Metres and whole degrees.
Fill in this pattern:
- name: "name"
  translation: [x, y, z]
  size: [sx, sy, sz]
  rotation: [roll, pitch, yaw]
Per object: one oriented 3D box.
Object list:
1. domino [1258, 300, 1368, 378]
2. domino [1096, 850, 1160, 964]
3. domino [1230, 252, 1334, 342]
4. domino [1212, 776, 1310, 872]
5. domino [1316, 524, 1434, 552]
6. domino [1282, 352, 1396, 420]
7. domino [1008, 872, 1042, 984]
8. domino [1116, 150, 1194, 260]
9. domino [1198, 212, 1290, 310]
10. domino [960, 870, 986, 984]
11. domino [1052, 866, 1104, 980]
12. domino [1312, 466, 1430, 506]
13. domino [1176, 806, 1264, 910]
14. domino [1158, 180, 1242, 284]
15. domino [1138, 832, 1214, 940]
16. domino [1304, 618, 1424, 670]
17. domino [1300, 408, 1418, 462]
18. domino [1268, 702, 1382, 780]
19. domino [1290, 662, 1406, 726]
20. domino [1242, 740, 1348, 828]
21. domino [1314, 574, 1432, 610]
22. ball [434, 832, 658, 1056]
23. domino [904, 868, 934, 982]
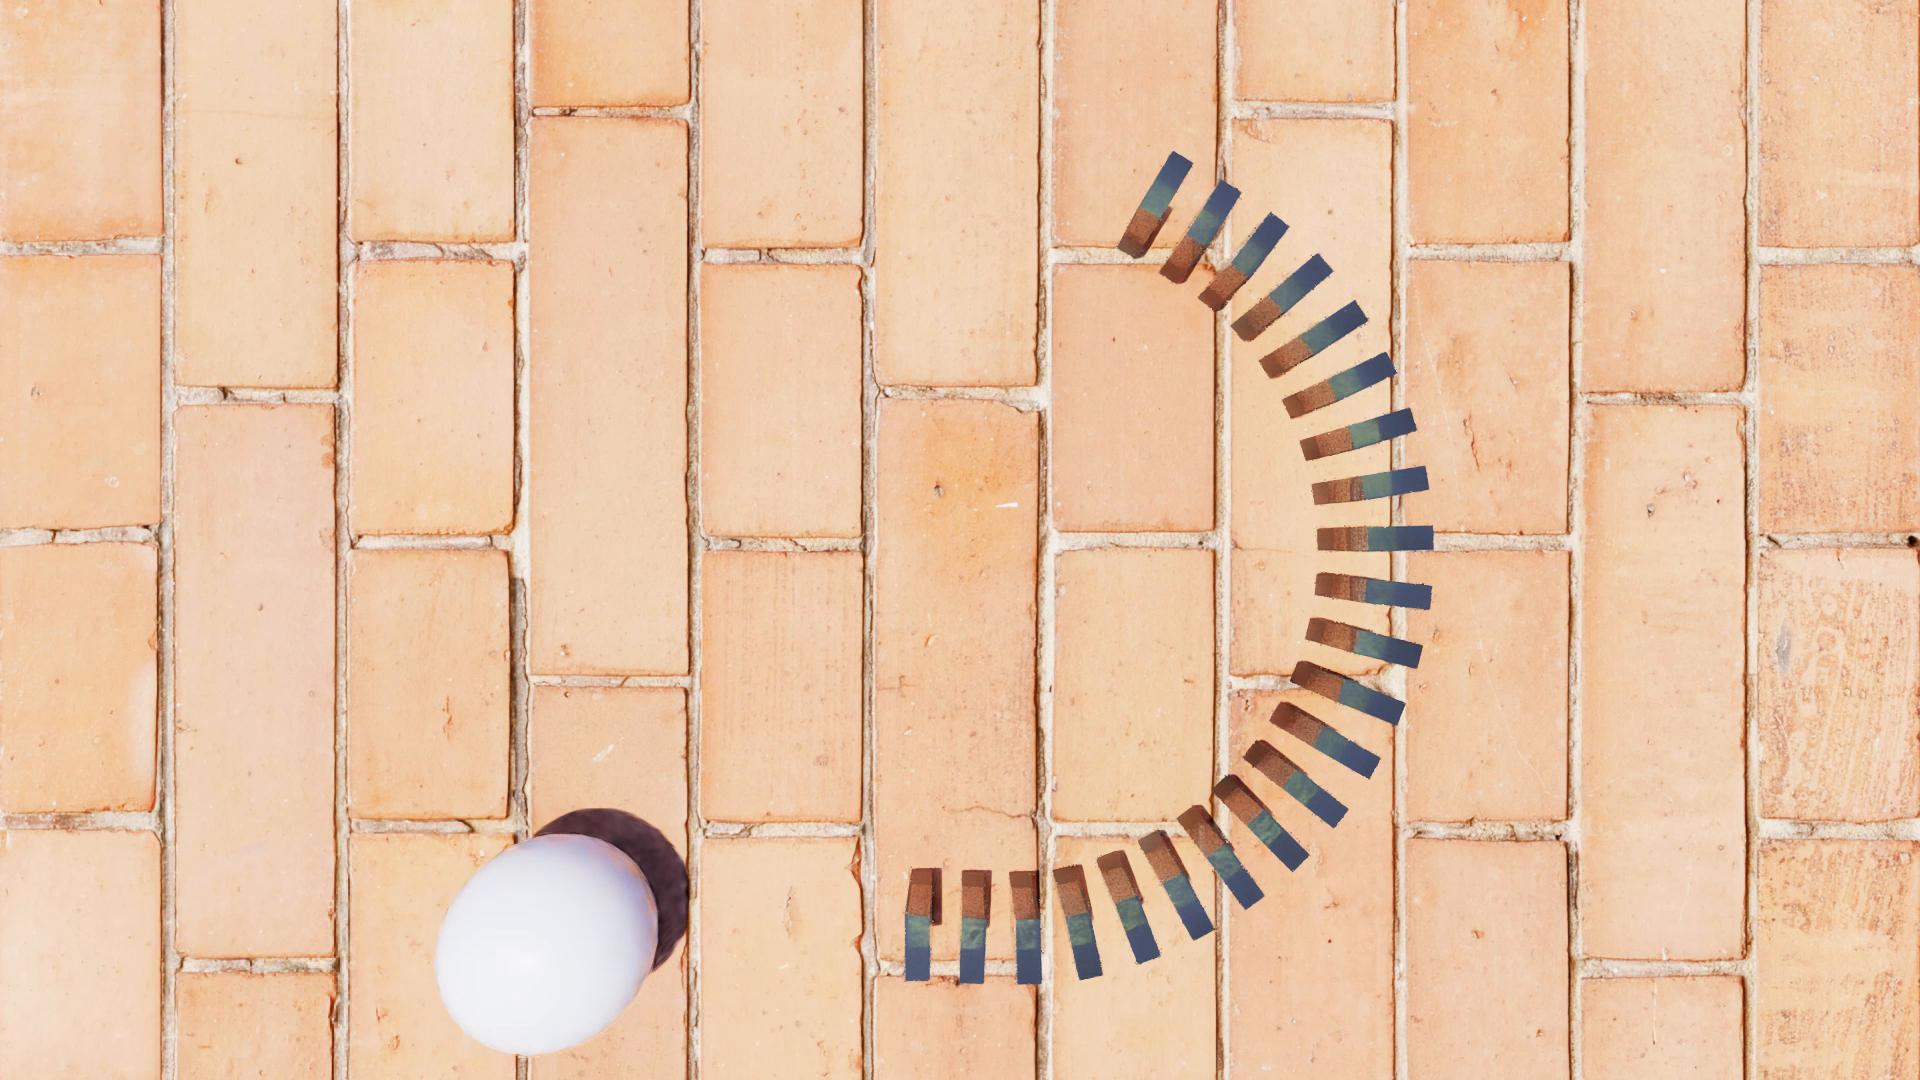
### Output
- name: "domino"
  translation: [0.143, -0.081, 0.375]
  size: [0.025, 0.050, 0.010]
  rotation: [-33, 90, 0]
- name: "domino"
  translation: [0.068, 0.149, 0.375]
  size: [0.009, 0.050, 0.025]
  rotation: [-21, 90, 0]
- name: "domino"
  translation: [0.130, -0.098, 0.375]
  size: [0.025, 0.050, 0.009]
  rotation: [-41, 90, 0]
- name: "domino"
  translation: [0.122, 0.115, 0.375]
  size: [0.010, 0.050, 0.025]
  rotation: [-45, 90, 0]
- name: "domino"
  translation: [0.168, -0.001, 0.375]
  size: [0.025, 0.050, 0.010]
  rotation: [-2, 90, 0]
- name: "domino"
  translation: [0.154, -0.062, 0.375]
  size: [0.025, 0.050, 0.010]
  rotation: [-26, 90, 0]
- name: "domino"
  translation: [0.026, 0.157, 0.375]
  size: [0.010, 0.050, 0.025]
  rotation: [-1, 90, 0]
- name: "domino"
  translation: [0.079, -0.136, 0.375]
  size: [0.009, 0.050, 0.025]
  rotation: [31, 90, 0]
- name: "domino"
  translation: [0.115, -0.113, 0.375]
  size: [0.009, 0.050, 0.025]
  rotation: [37, 90, 0]
- name: "domino"
  translation: [0.005, 0.157, 0.375]
  size: [0.010, 0.050, 0.025]
  rotation: [3, 90, 0]
- name: "domino"
  translation: [0.048, 0.155, 0.375]
  size: [0.009, 0.050, 0.025]
  rotation: [-12, 90, 0]
- name: "domino"
  translation: [0.166, -0.022, 0.375]
  size: [0.025, 0.050, 0.009]
  rotation: [-9, 90, 0]
- name: "domino"
  translation: [0.105, 0.129, 0.375]
  size: [0.010, 0.050, 0.025]
  rotation: [-36, 90, 0]
- name: "domino"
  translation: [0.097, -0.125, 0.375]
  size: [0.010, 0.050, 0.025]
  rotation: [32, 90, 0]
- name: "domino"
  translation: [0.087, 0.140, 0.375]
  size: [0.010, 0.050, 0.025]
  rotation: [-28, 90, 0]
- name: "domino"
  translation: [0.164, 0.042, 0.375]
  size: [0.025, 0.050, 0.009]
  rotation: [14, 90, 0]
- name: "domino"
  translation: [0.161, -0.043, 0.375]
  size: [0.025, 0.050, 0.010]
  rotation: [-17, 90, 0]
- name: "domino"
  translation: [0.148, 0.081, 0.375]
  size: [0.025, 0.050, 0.010]
  rotation: [30, 90, 0]
- name: "domino"
  translation: [0.157, 0.062, 0.375]
  size: [0.025, 0.050, 0.009]
  rotation: [22, 90, 0]
- name: "domino"
  translation: [0.136, 0.099, 0.375]
  size: [0.025, 0.050, 0.010]
  rotation: [38, 90, 0]
- name: "domino"
  translation: [0.168, 0.021, 0.375]
  size: [0.025, 0.050, 0.009]
  rotation: [6, 90, 0]
- name: "ball"
  translation: [-0.160, 0.157, 0.360]
  size: [0.080, 0.080, 0.080]
  rotation: [0, 90, 0]
- name: "domino"
  translation: [-0.016, 0.156, 0.375]
  size: [0.009, 0.050, 0.025]
  rotation: [0, 90, 0]
